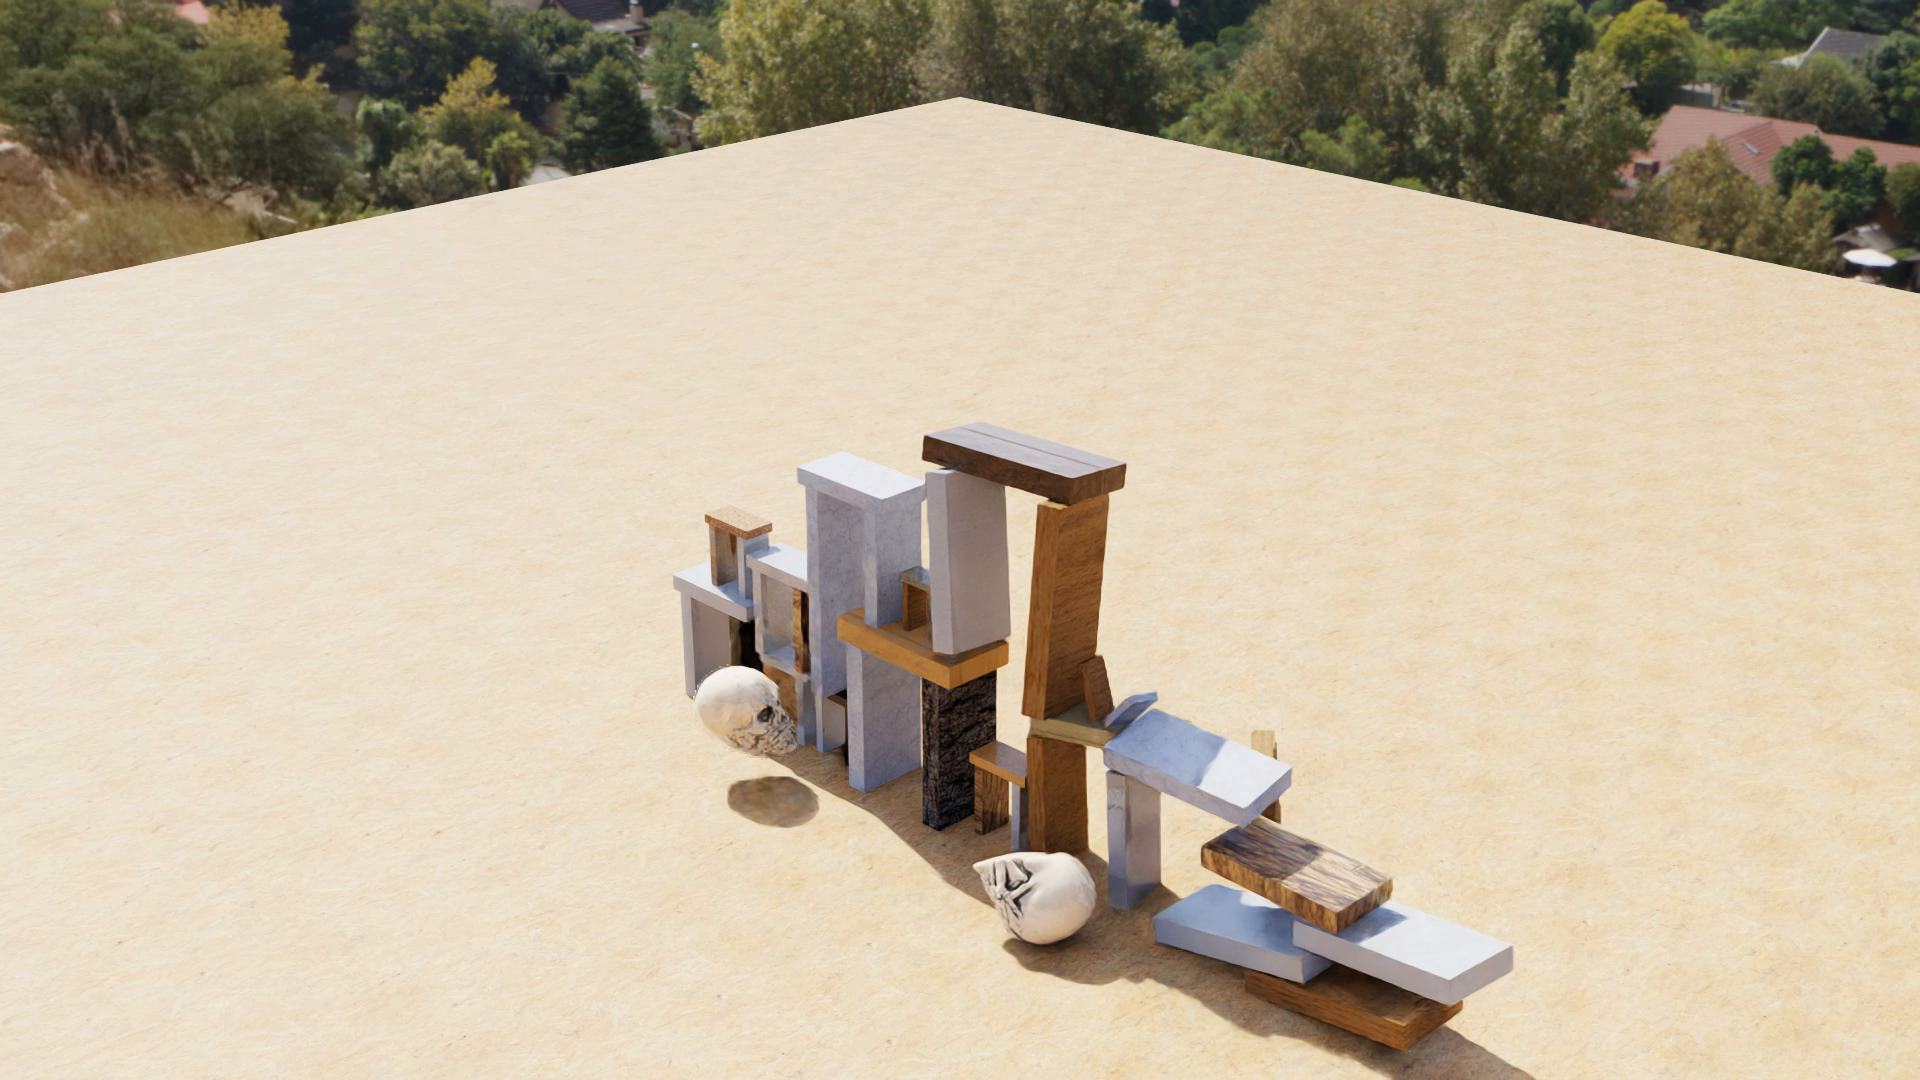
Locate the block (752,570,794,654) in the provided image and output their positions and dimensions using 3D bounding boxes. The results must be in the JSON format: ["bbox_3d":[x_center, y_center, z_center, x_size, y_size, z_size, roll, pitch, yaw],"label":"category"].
[{"bbox_3d":[-0.397,0.141,4.723,0.097,0.194,0.027,-21,31,-40],"label":"block"}]

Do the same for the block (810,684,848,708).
[{"bbox_3d":[-0.242,0.320,4.629,0.138,0.020,0.069,21,31,41],"label":"block"}]

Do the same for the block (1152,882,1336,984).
[{"bbox_3d":[0.530,0.702,3.946,0.169,0.048,0.338,-21,19,-40],"label":"block"}]

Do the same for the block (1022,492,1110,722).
[{"bbox_3d":[0.198,0.118,4.132,0.050,0.415,0.176,15,21,32],"label":"block"}]

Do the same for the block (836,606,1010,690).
[{"bbox_3d":[-0.077,0.200,4.392,0.164,0.046,0.328,-21,31,-40],"label":"block"}]

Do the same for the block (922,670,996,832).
[{"bbox_3d":[-0.001,0.402,4.393,0.046,0.328,0.164,21,31,41],"label":"block"}]

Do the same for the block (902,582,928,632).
[{"bbox_3d":[-0.090,0.125,4.374,0.053,0.105,0.015,-21,31,-40],"label":"block"}]

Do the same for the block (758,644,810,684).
[{"bbox_3d":[-0.351,0.260,4.719,0.078,0.022,0.157,-21,31,-40],"label":"block"}]

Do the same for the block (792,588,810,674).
[{"bbox_3d":[-0.306,0.177,4.639,0.027,0.193,0.097,21,31,41],"label":"block"}]

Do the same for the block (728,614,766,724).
[{"bbox_3d":[-0.441,0.265,4.816,0.036,0.251,0.126,21,31,41],"label":"block"}]

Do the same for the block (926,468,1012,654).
[{"bbox_3d":[0.018,0.030,4.256,0.050,0.352,0.176,7,15,40],"label":"block"}]

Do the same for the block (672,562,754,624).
[{"bbox_3d":[-0.500,0.110,4.814,0.251,0.036,0.126,21,31,41],"label":"block"}]

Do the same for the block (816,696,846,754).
[{"bbox_3d":[-0.274,0.380,4.690,0.020,0.138,0.069,21,31,41],"label":"block"}]

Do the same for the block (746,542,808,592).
[{"bbox_3d":[-0.351,0.057,4.638,0.097,0.027,0.194,-21,31,-40],"label":"block"}]

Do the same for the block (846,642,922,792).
[{"bbox_3d":[-0.155,0.342,4.536,0.046,0.328,0.164,21,31,41],"label":"block"}]

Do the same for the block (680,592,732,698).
[{"bbox_3d":[-0.559,0.218,4.925,0.036,0.251,0.126,21,31,41],"label":"block"}]

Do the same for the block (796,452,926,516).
[{"bbox_3d":[-0.195,-0.114,4.386,0.250,0.035,0.125,21,31,40],"label":"block"}]

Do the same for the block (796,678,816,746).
[{"bbox_3d":[-0.314,0.356,4.720,0.022,0.157,0.078,21,31,40],"label":"block"}]

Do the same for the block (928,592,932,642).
[{"bbox_3d":[-0.040,0.144,4.329,0.053,0.105,0.015,-21,31,-40],"label":"block"}]

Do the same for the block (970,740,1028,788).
[{"bbox_3d":[0.099,0.439,4.309,0.152,0.022,0.076,21,31,41],"label":"block"}]

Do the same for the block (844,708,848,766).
[{"bbox_3d":[-0.209,0.405,4.630,0.020,0.138,0.069,21,31,41],"label":"block"}]

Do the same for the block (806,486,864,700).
[{"bbox_3d":[-0.254,0.094,4.538,0.035,0.467,0.125,21,31,41],"label":"block"}]

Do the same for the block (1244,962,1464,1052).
[{"bbox_3d":[0.679,0.777,3.809,0.169,0.048,0.338,-21,22,-40],"label":"block"}]

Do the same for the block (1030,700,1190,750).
[{"bbox_3d":[0.284,0.352,4.169,0.273,0.039,0.136,11,21,22],"label":"block"}]

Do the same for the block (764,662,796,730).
[{"bbox_3d":[-0.388,0.328,4.788,0.078,0.157,0.022,-21,31,-40],"label":"block"}]

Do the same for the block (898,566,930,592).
[{"bbox_3d":[-0.065,0.079,4.328,0.053,0.015,0.105,-21,31,-40],"label":"block"}]

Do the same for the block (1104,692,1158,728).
[{"bbox_3d":[0.317,0.314,4.078,0.057,0.113,0.016,-6,65,-29],"label":"block"}]

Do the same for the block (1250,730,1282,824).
[{"bbox_3d":[0.575,0.527,4.120,0.043,0.304,0.152,-2,24,11],"label":"block"}]

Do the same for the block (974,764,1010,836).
[{"bbox_3d":[0.064,0.505,4.376,0.022,0.152,0.076,21,31,41],"label":"block"}]

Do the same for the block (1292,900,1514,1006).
[{"bbox_3d":[0.748,0.687,3.731,0.169,0.048,0.337,-17,20,-37],"label":"block"}]

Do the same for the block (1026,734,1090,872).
[{"bbox_3d":[0.190,0.487,4.250,0.039,0.273,0.136,11,21,38],"label":"block"}]

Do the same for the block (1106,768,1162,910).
[{"bbox_3d":[0.327,0.540,4.126,0.039,0.273,0.136,9,21,32],"label":"block"}]

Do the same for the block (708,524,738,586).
[{"bbox_3d":[-0.510,0.024,4.789,0.020,0.142,0.071,21,31,41],"label":"block"}]

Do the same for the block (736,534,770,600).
[{"bbox_3d":[-0.443,0.050,4.728,0.020,0.142,0.071,21,31,41],"label":"block"}]

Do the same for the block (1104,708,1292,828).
[{"bbox_3d":[0.426,0.406,3.955,0.304,0.043,0.152,22,39,35],"label":"block"}]

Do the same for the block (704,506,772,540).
[{"bbox_3d":[-0.477,-0.038,4.727,0.142,0.020,0.071,21,31,41],"label":"block"}]

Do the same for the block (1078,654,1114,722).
[{"bbox_3d":[0.258,0.279,4.144,0.016,0.113,0.057,-6,10,43],"label":"block"}]

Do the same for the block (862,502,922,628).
[{"bbox_3d":[-0.134,0.040,4.388,0.125,0.250,0.035,-21,31,-40],"label":"block"}]

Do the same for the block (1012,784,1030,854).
[{"bbox_3d":[0.135,0.533,4.310,0.022,0.152,0.076,21,31,41],"label":"block"}]

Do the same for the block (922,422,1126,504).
[{"bbox_3d":[0.120,-0.149,4.177,0.352,0.050,0.176,18,22,35],"label":"block"}]

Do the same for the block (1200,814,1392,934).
[{"bbox_3d":[0.587,0.581,3.854,0.152,0.043,0.304,-22,31,-37],"label":"block"}]
